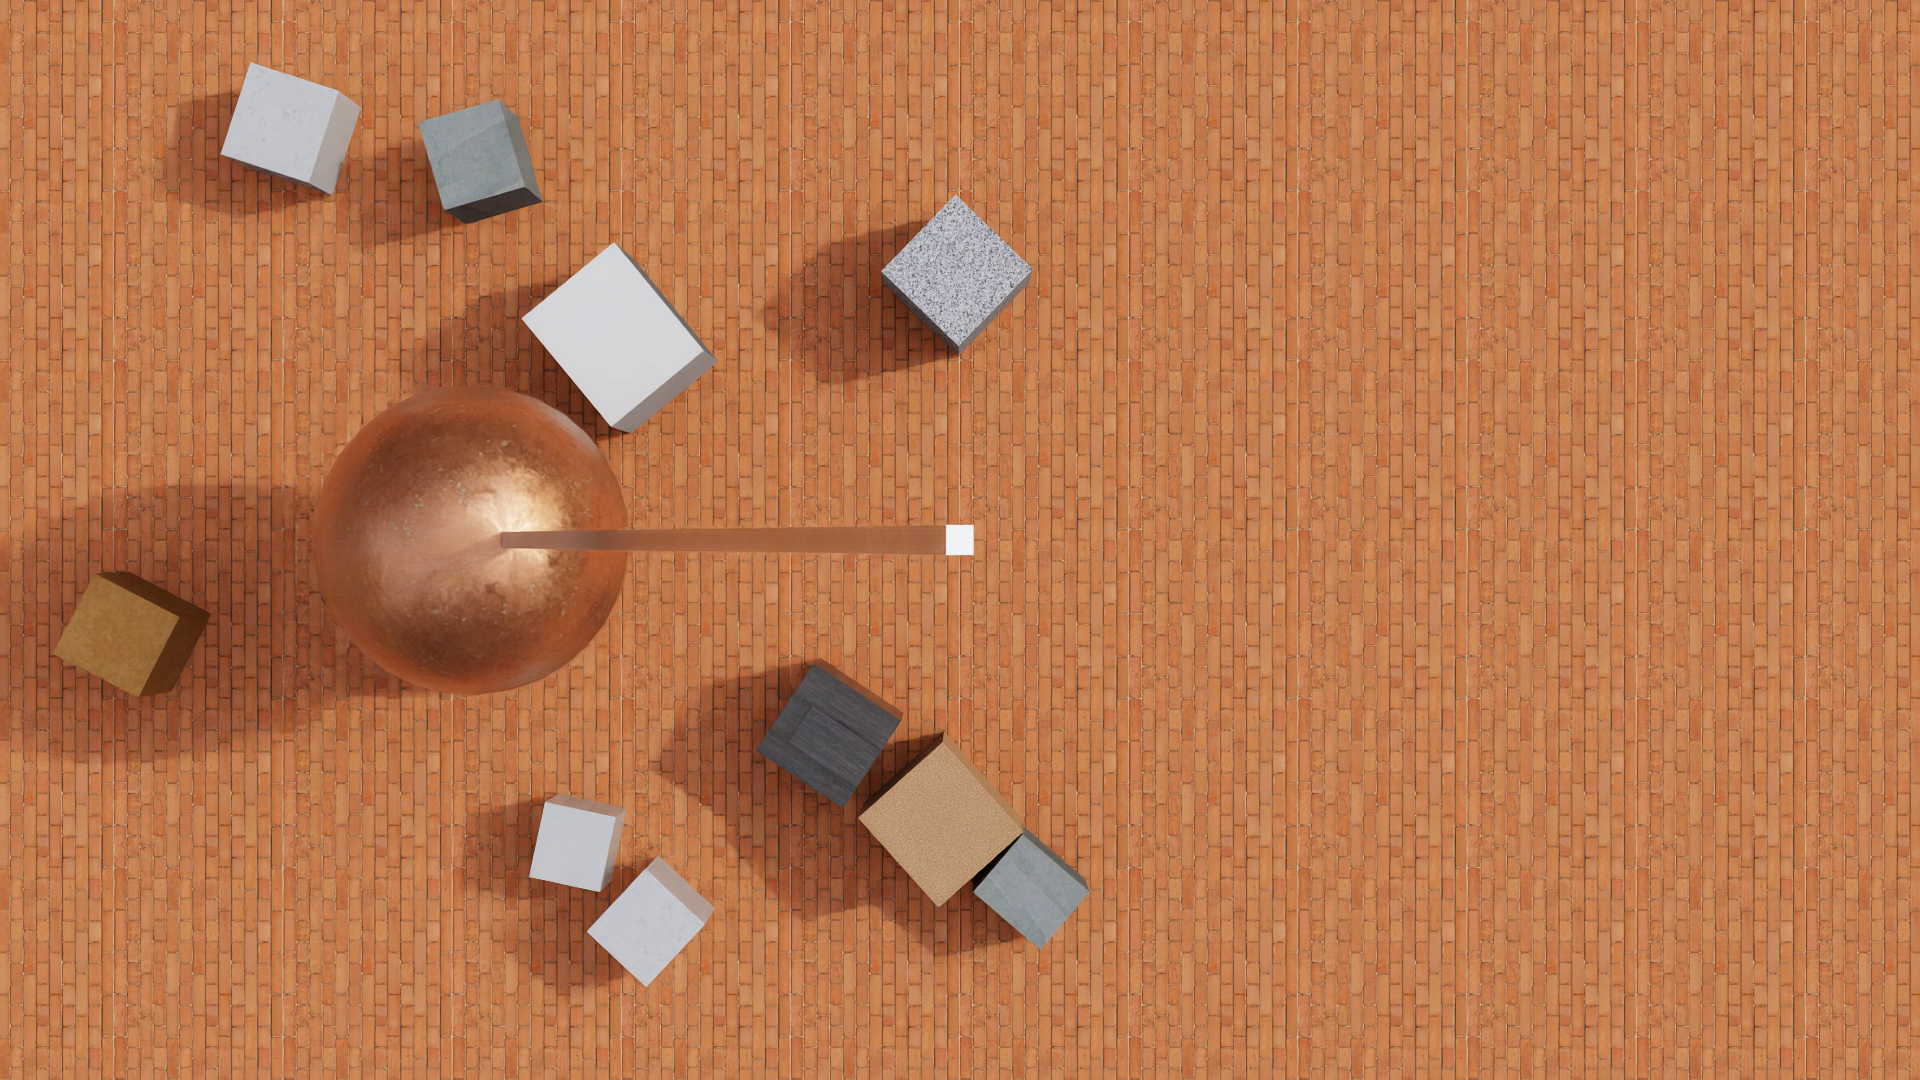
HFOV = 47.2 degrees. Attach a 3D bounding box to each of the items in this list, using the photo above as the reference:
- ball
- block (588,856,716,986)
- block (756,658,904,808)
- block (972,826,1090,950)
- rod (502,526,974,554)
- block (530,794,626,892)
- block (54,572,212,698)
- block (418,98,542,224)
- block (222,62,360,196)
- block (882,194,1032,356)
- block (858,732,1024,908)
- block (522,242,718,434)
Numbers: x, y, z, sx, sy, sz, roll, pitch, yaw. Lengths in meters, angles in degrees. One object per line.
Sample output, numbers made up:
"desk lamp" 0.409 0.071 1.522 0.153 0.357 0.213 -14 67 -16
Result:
"ball" -2.511 0.000 11.354 1.600 1.600 1.600 0 90 0
"block" -1.782 2.200 12.735 0.462 0.530 0.488 43 90 0
"block" -0.742 1.106 12.712 0.591 0.576 0.592 34 90 0
"block" 0.407 2.002 12.752 0.505 0.497 0.432 40 90 0
"rod" -1.088 0.000 8.266 0.080 5.200 0.080 0 90 -25
"block" -2.216 1.755 12.786 0.414 0.428 0.438 12 90 0
"block" -4.783 0.541 12.733 0.544 0.534 0.514 27 90 0
"block" -2.765 -2.181 12.722 0.475 0.556 0.518 -16 90 0
"block" -3.875 -2.378 12.763 0.527 0.474 0.550 18 90 0
"block" -0.016 -1.515 12.674 0.604 0.652 0.600 44 90 0
"block" -0.107 1.594 12.653 0.637 0.694 0.675 -42 90 0
"block" -1.934 -1.144 12.620 0.667 0.760 0.782 -40 90 0
